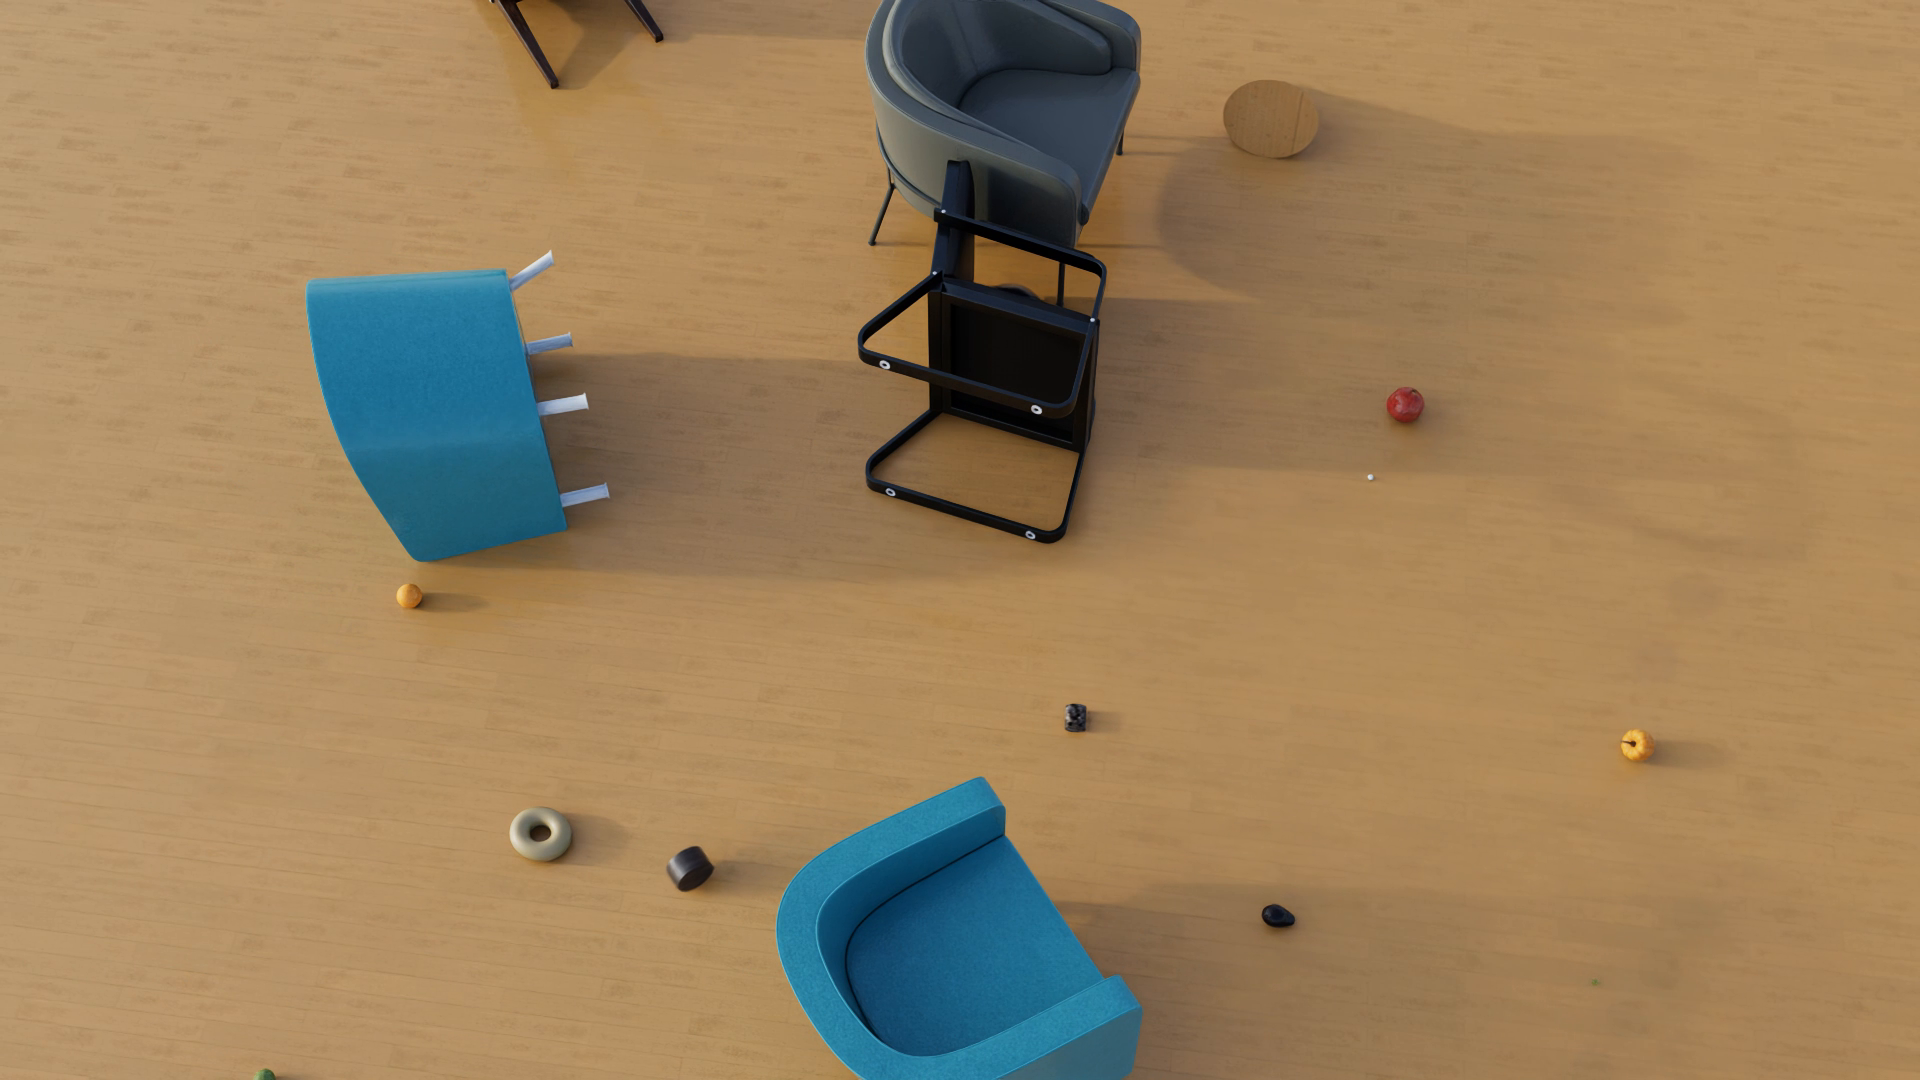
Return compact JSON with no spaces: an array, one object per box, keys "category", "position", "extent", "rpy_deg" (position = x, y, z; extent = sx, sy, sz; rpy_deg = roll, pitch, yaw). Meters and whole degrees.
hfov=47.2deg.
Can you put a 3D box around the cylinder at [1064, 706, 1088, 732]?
[{"category":"cylinder","position":[0.327,0.503,6.214],"extent":[0.059,0.037,0.071],"rpy_deg":[-26,26,7]}]

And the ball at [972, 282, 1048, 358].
[{"category":"ball","position":[0.156,-0.689,6.895],"extent":[0.234,0.234,0.234],"rpy_deg":[0,56,0]}]

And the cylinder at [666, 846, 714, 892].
[{"category":"cylinder","position":[-0.725,0.884,5.913],"extent":[0.111,0.113,0.063],"rpy_deg":[-22,58,-29]}]

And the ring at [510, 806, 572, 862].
[{"category":"ring","position":[-1.145,0.802,6.003],"extent":[0.176,0.057,0.156],"rpy_deg":[24,58,15]}]

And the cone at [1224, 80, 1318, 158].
[{"category":"cone","position":[1.083,-1.503,7.505],"extent":[0.320,0.276,0.348],"rpy_deg":[12,35,9]}]
